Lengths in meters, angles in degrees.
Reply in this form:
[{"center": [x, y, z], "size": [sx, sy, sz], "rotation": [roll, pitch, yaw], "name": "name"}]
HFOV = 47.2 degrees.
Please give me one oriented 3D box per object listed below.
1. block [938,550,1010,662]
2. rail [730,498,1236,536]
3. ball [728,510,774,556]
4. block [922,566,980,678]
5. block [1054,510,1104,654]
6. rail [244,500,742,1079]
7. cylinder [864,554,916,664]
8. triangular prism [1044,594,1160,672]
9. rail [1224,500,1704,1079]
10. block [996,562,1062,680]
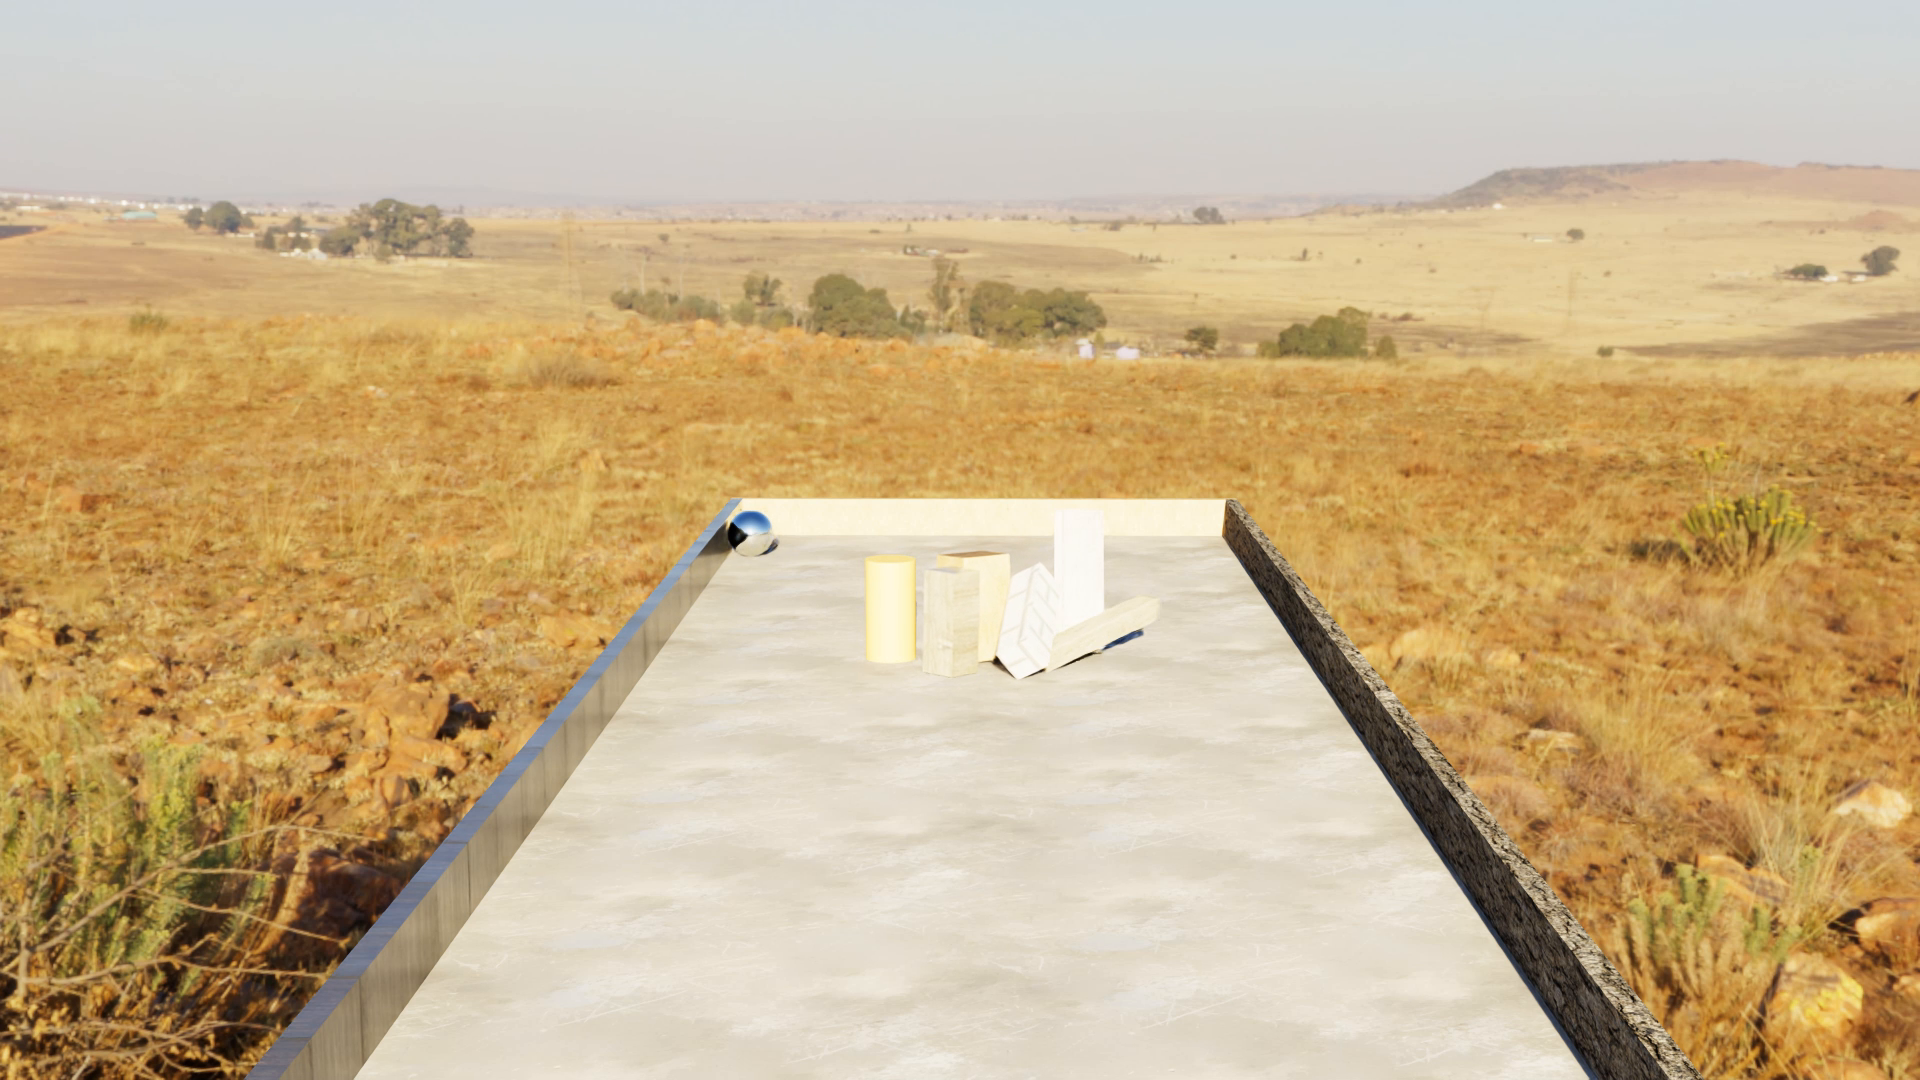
[{"center": [0.046, 0.201, 6.695], "size": [0.161, 0.316, 0.161], "rotation": [-5, 6, -30], "name": "block"}, {"center": [0.099, -0.098, 9.147], "size": [2.100, 0.150, 0.050], "rotation": [0, 9, 1], "name": "rail"}, {"center": [-0.818, -0.027, 8.603], "size": [0.182, 0.182, 0.182], "rotation": [0, 9, 0], "name": "ball"}, {"center": [-0.025, 0.240, 6.497], "size": [0.116, 0.308, 0.116], "rotation": [8, 10, 41], "name": "block"}, {"center": [0.363, 0.129, 6.755], "size": [0.147, 0.427, 0.147], "rotation": [0, -10, 2], "name": "block"}, {"center": [-1.004, 0.839, 3.234], "size": [0.050, 0.150, 12.000], "rotation": [0, 9, 1], "name": "rail"}, {"center": [-0.212, 0.209, 6.710], "size": [0.154, 0.307, 0.154], "rotation": [0, 9, 0], "name": "cylinder"}, {"center": [0.406, 0.263, 6.610], "size": [0.425, 0.092, 0.079], "rotation": [-23, 50, -27], "name": "triangular prism"}, {"center": [1.046, 0.843, 3.208], "size": [0.050, 0.150, 12.000], "rotation": [0, 9, 1], "name": "rail"}, {"center": [0.205, 0.238, 6.523], "size": [0.111, 0.111, 0.368], "rotation": [-26, 28, 26], "name": "block"}]
